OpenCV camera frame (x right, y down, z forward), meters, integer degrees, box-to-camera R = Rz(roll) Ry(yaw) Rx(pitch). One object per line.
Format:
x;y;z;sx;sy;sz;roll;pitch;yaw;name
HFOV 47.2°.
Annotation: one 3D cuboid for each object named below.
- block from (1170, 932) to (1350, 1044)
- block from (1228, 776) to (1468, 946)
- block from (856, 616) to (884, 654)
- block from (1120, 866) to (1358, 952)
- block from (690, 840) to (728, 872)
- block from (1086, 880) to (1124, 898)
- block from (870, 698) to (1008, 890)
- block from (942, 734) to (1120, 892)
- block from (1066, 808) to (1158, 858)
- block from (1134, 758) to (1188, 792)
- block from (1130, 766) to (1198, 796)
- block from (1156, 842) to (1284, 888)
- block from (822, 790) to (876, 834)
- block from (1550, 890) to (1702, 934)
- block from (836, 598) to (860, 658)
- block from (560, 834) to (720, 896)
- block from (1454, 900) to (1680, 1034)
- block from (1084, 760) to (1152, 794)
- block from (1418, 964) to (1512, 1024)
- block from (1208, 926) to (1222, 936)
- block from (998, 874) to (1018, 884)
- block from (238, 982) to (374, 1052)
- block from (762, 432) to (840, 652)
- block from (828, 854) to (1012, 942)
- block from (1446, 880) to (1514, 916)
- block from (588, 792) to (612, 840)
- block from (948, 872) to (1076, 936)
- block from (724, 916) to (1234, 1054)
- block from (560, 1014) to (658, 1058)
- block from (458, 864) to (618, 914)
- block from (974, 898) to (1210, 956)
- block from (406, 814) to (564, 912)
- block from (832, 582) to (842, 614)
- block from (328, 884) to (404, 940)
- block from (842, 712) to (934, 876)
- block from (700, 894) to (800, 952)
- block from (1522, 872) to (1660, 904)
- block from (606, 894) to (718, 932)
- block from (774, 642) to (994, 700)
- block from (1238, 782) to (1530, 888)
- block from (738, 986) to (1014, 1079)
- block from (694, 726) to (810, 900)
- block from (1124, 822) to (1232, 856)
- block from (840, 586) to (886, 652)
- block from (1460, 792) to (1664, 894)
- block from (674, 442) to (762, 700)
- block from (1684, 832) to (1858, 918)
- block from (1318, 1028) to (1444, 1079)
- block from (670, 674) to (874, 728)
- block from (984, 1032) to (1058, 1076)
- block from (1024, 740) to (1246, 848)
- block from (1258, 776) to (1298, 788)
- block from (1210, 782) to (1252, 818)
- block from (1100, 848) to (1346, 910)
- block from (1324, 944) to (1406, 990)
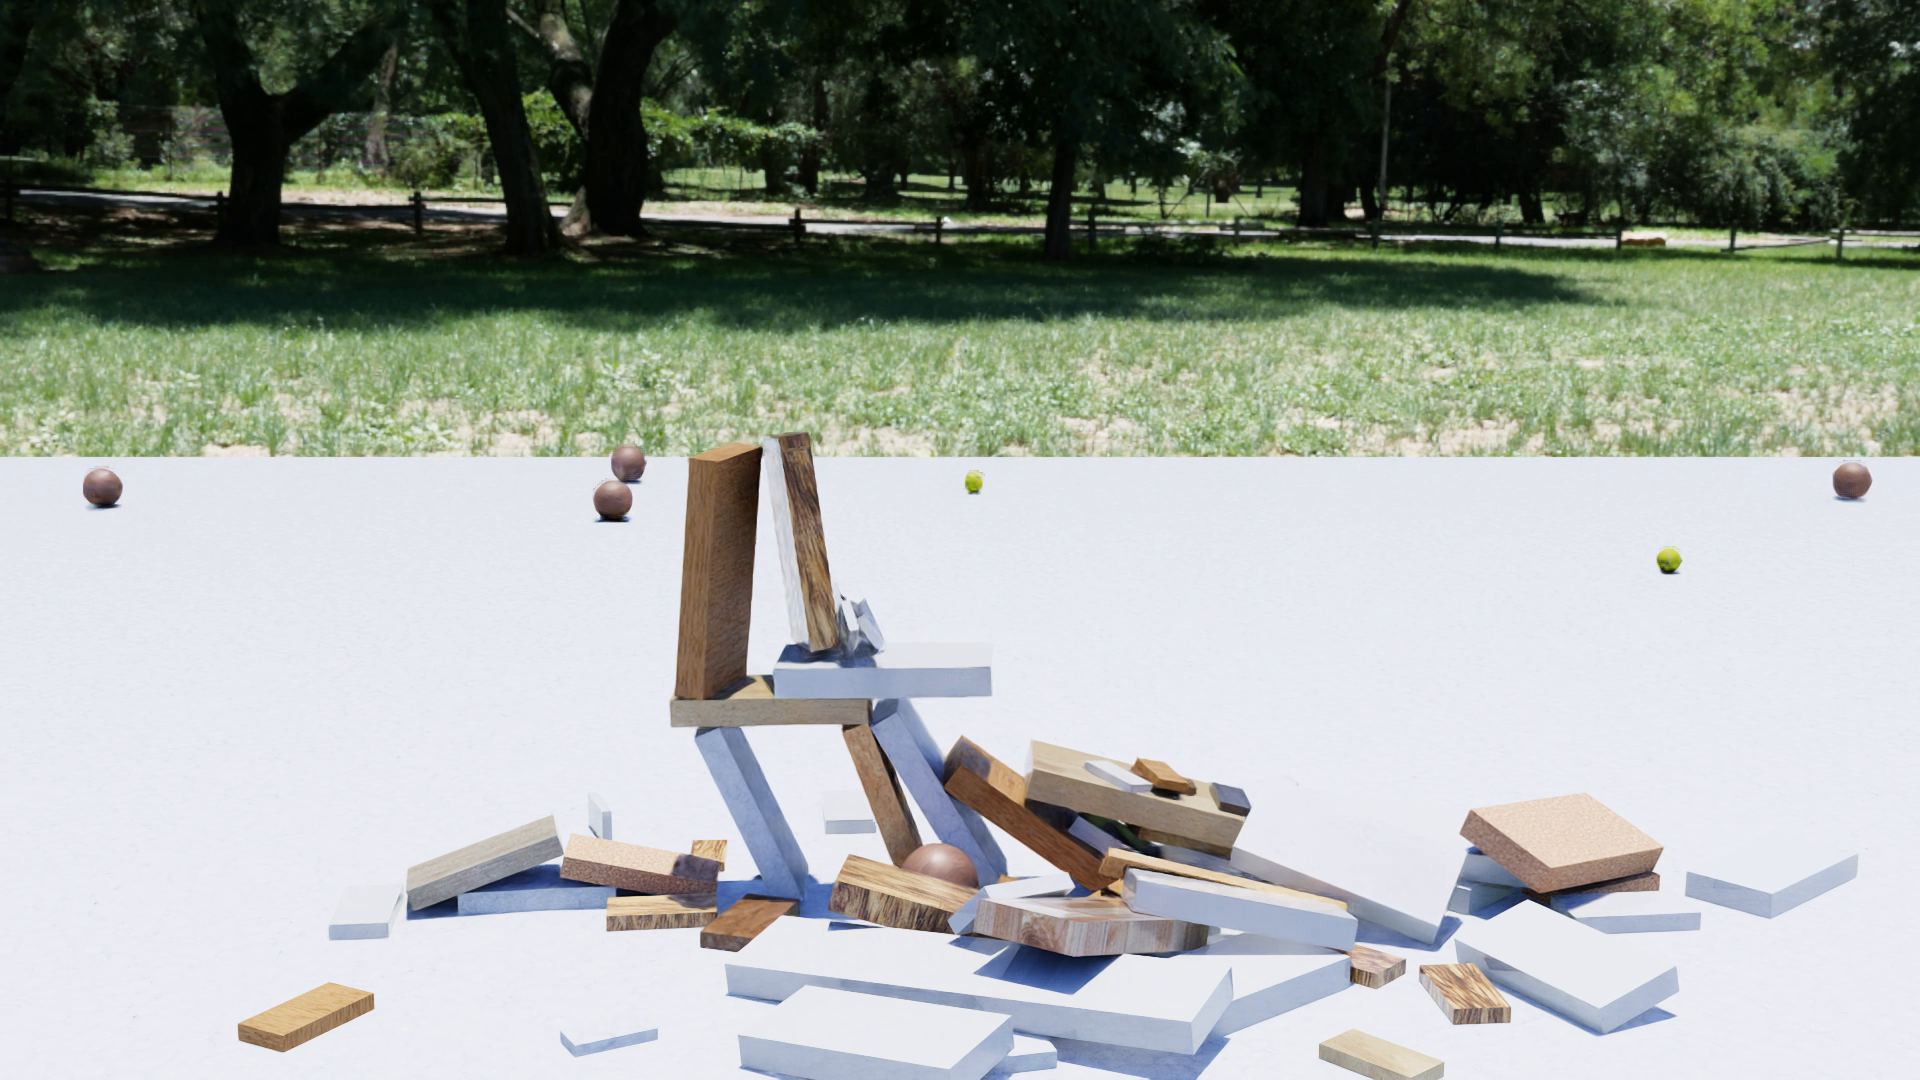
0.394;0.649;3.216;0.341;0.048;0.171;-9;14;-40;block
0.622;0.511;3.523;0.339;0.048;0.170;20;44;16;block
-0.157;0.153;3.549;0.016;0.055;0.110;-35;3;-16;block
0.421;0.560;3.344;0.334;0.047;0.167;11;-2;-2;block
-0.439;0.550;3.834;0.061;0.017;0.122;-1;11;-3;block
0.221;0.583;3.488;0.024;0.084;0.168;47;31;19;block
-0.032;0.424;3.653;0.050;0.355;0.178;-30;9;6;block
0.132;0.467;3.652;0.355;0.050;0.178;35;9;-5;block
0.282;0.514;3.663;0.230;0.033;0.115;32;9;-5;block
0.332;0.387;3.625;0.053;0.015;0.105;11;11;-19;block
0.336;0.400;3.644;0.105;0.015;0.053;13;10;-7;block
0.445;0.537;3.692;0.230;0.033;0.115;16;10;0;block
-0.206;0.502;4.070;0.092;0.026;0.184;-1;11;-5;block
1.070;0.599;3.538;0.208;0.029;0.104;-1;11;-6;block
-0.183;0.143;3.535;0.016;0.055;0.110;-13;-23;-15;block
-0.530;0.546;3.657;0.254;0.036;0.127;11;9;-7;block
0.892;0.626;3.249;0.151;0.043;0.301;-21;19;-25;block
0.259;0.388;3.602;0.053;0.015;0.105;4;15;-45;block
0.736;0.662;3.214;0.084;0.024;0.168;-1;11;-5;block
0.311;0.612;3.477;0.185;0.026;0.093;-7;12;-32;block
0.116;0.564;3.477;0.093;0.026;0.185;13;-13;12;block
-0.929;0.678;3.129;0.088;0.025;0.175;6;12;29;block
-0.263;0.000;3.614;0.049;0.348;0.174;-9;5;-14;block
-0.023;0.569;3.377;0.341;0.048;0.171;15;6;2;block
0.764;0.559;3.718;0.301;0.043;0.151;9;14;41;block
-0.651;0.502;3.974;0.017;0.061;0.122;-4;11;-21;block
0.077;0.539;3.257;0.185;0.093;0.026;0;51;-47;block
0.019;0.631;3.154;0.724;0.048;0.171;1;16;26;block
-0.491;0.692;3.074;0.121;0.017;0.061;-6;12;-29;block
-0.698;0.576;3.647;0.254;0.036;0.127;-1;11;-8;block
0.200;0.565;3.231;0.167;0.047;0.398;7;-3;34;block
-0.782;0.530;3.622;0.254;0.036;0.127;-20;13;-9;block
-0.208;0.117;3.609;0.016;0.055;0.110;-9;-24;-14;block
-0.956;0.599;3.548;0.092;0.026;0.184;-1;11;-6;block
-0.119;0.434;3.647;0.045;0.319;0.159;-20;11;1;block
-0.332;0.609;3.496;0.092;0.026;0.184;3;11;18;block
1.054;0.574;3.674;0.208;0.029;0.104;-6;12;-28;block
-0.480;0.600;3.547;0.176;0.025;0.088;-1;11;-7;block
-0.120;0.212;3.592;0.348;0.049;0.174;-1;11;2;block
0.708;0.490;3.671;0.483;0.048;0.170;7;21;2;block
-0.114;0.677;2.970;0.334;0.047;0.167;1;14;30;block
-0.342;0.438;3.641;0.045;0.319;0.159;-24;10;4;block
0.388;0.486;3.690;0.230;0.033;0.115;13;10;-17;block
-0.159;0.130;3.601;0.016;0.110;0.055;-40;41;-21;block
0.995;0.496;3.626;0.339;0.048;0.170;0;28;-42;block
-0.392;0.048;3.570;0.049;0.390;0.174;9;13;17;block
1.368;0.562;3.701;0.301;0.043;0.151;-10;14;-42;block
0.572;0.706;2.986;0.076;0.022;0.152;-10;14;-42;block
-0.306;0.262;3.610;0.319;0.045;0.159;-1;11;2;block
0.036;0.701;3.002;0.175;0.025;0.088;-3;11;-15;block
0.286;0.420;3.648;0.356;0.050;0.178;14;10;-2;block
0.586;0.501;4.090;0.076;0.022;0.361;2;11;10;block
0.448;0.429;3.638;0.055;0.016;0.110;14;10;-4;block
0.413;0.547;3.450;0.387;0.055;0.016;14;47;-5;block
0.582;0.638;3.343;0.168;0.024;0.084;9;14;41;block
